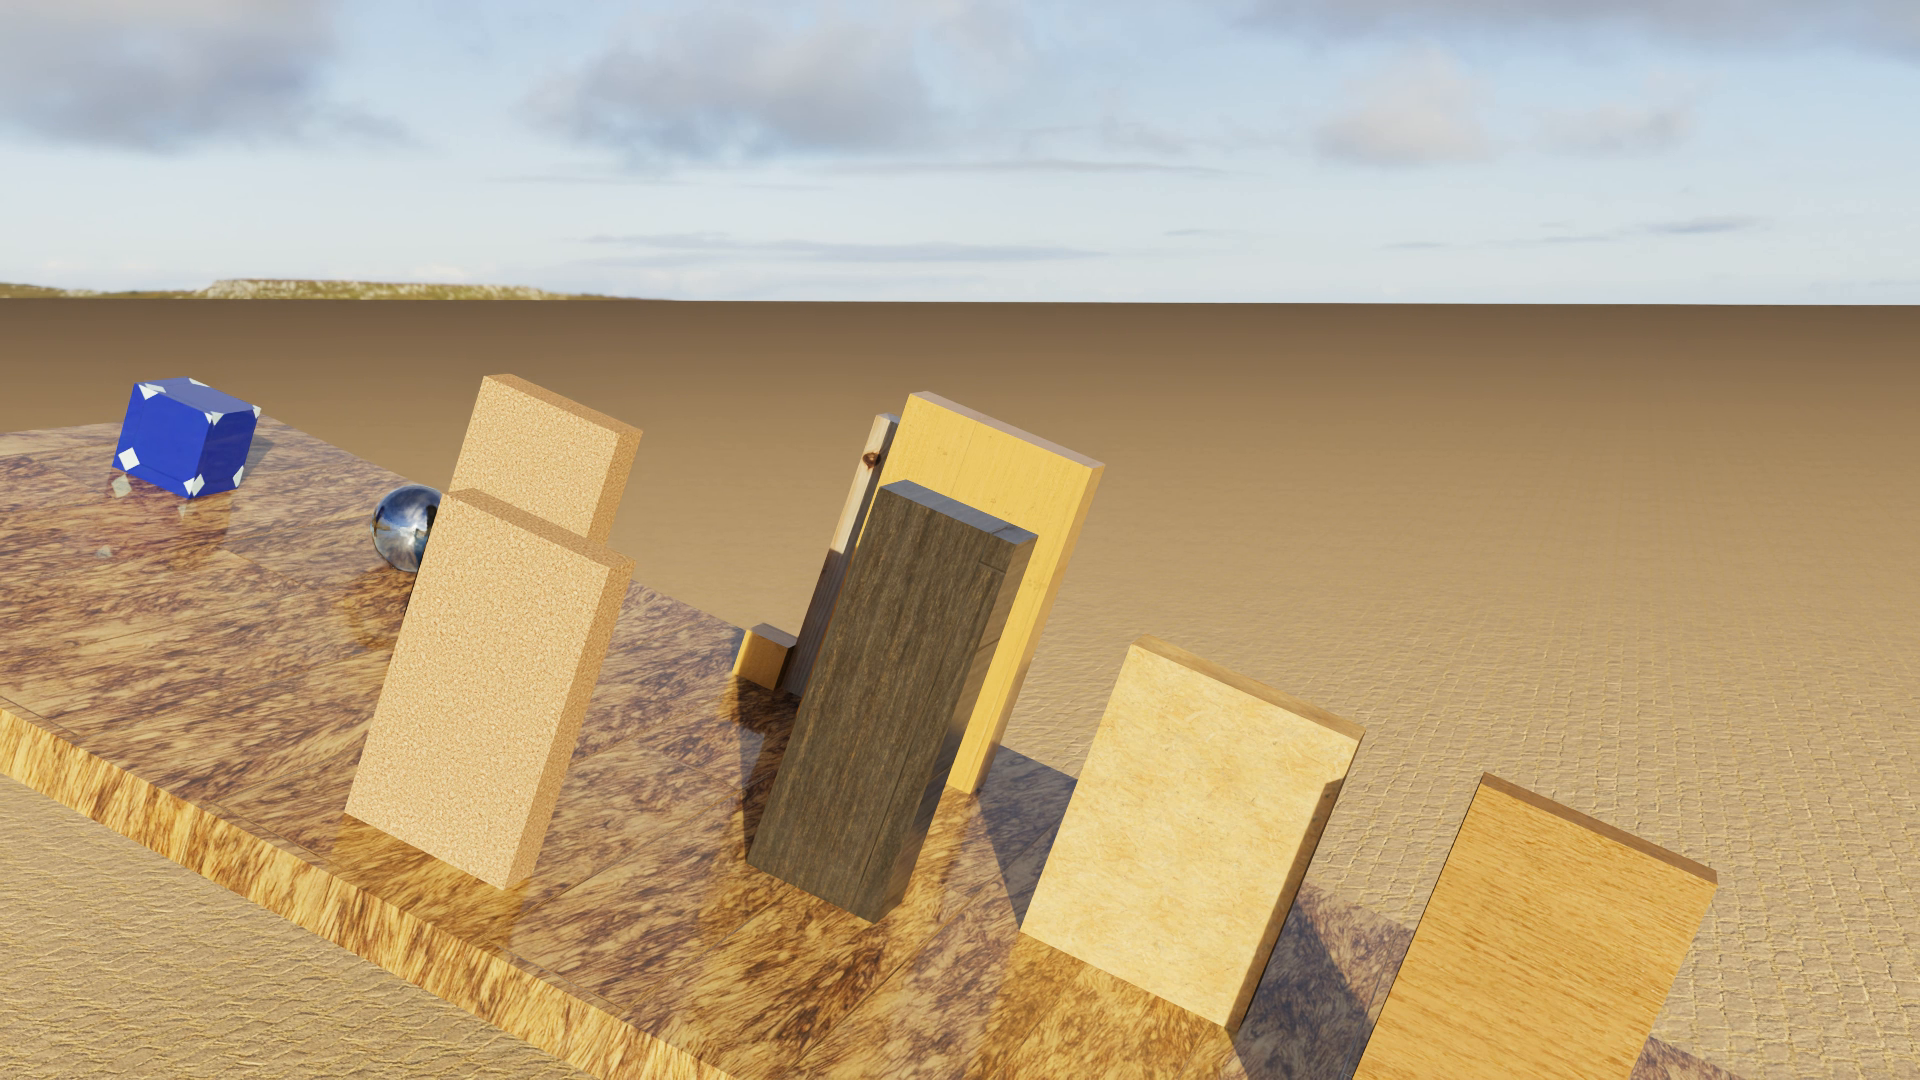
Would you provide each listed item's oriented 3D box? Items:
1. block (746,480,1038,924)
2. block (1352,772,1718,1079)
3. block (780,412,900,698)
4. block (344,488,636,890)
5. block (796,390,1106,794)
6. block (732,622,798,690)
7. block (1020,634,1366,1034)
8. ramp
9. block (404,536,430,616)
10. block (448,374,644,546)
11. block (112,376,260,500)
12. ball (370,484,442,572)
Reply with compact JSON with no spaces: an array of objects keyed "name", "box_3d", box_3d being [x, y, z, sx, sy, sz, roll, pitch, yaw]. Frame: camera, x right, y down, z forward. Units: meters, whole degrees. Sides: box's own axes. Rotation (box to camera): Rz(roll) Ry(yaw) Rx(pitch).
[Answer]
[{"name":"block","box_3d":[-0.123,0.285,3.894,0.262,0.730,0.146,23,13,13]},{"name":"block","box_3d":[0.837,0.761,3.379,0.366,0.721,0.086,23,13,13]},{"name":"block","box_3d":[-0.113,0.097,4.876,0.377,0.660,0.084,23,13,13]},{"name":"block","box_3d":[-0.753,0.236,3.510,0.304,0.560,0.096,23,13,13]},{"name":"block","box_3d":[-0.025,0.111,4.735,0.425,0.754,0.119,23,13,13]},{"name":"block","box_3d":[-0.432,0.262,4.961,0.105,0.105,0.105,23,13,13]},{"name":"block","box_3d":[0.423,0.532,4.022,0.437,0.587,0.123,23,13,13]},{"name":"ramp","box_3d":[-0.326,0.590,4.206,4.000,0.100,2.000,23,13,13]},{"name":"block","box_3d":[-1.001,0.118,4.515,0.179,0.179,0.179,9,16,-41]},{"name":"block","box_3d":[-0.915,-0.060,4.676,0.331,0.495,0.113,23,13,13]},{"name":"block","box_3d":[-1.705,-0.227,4.852,0.195,0.195,0.195,22,13,10]},{"name":"ball","box_3d":[-1.189,-0.025,4.804,0.191,0.191,0.191,0,7,0]}]
